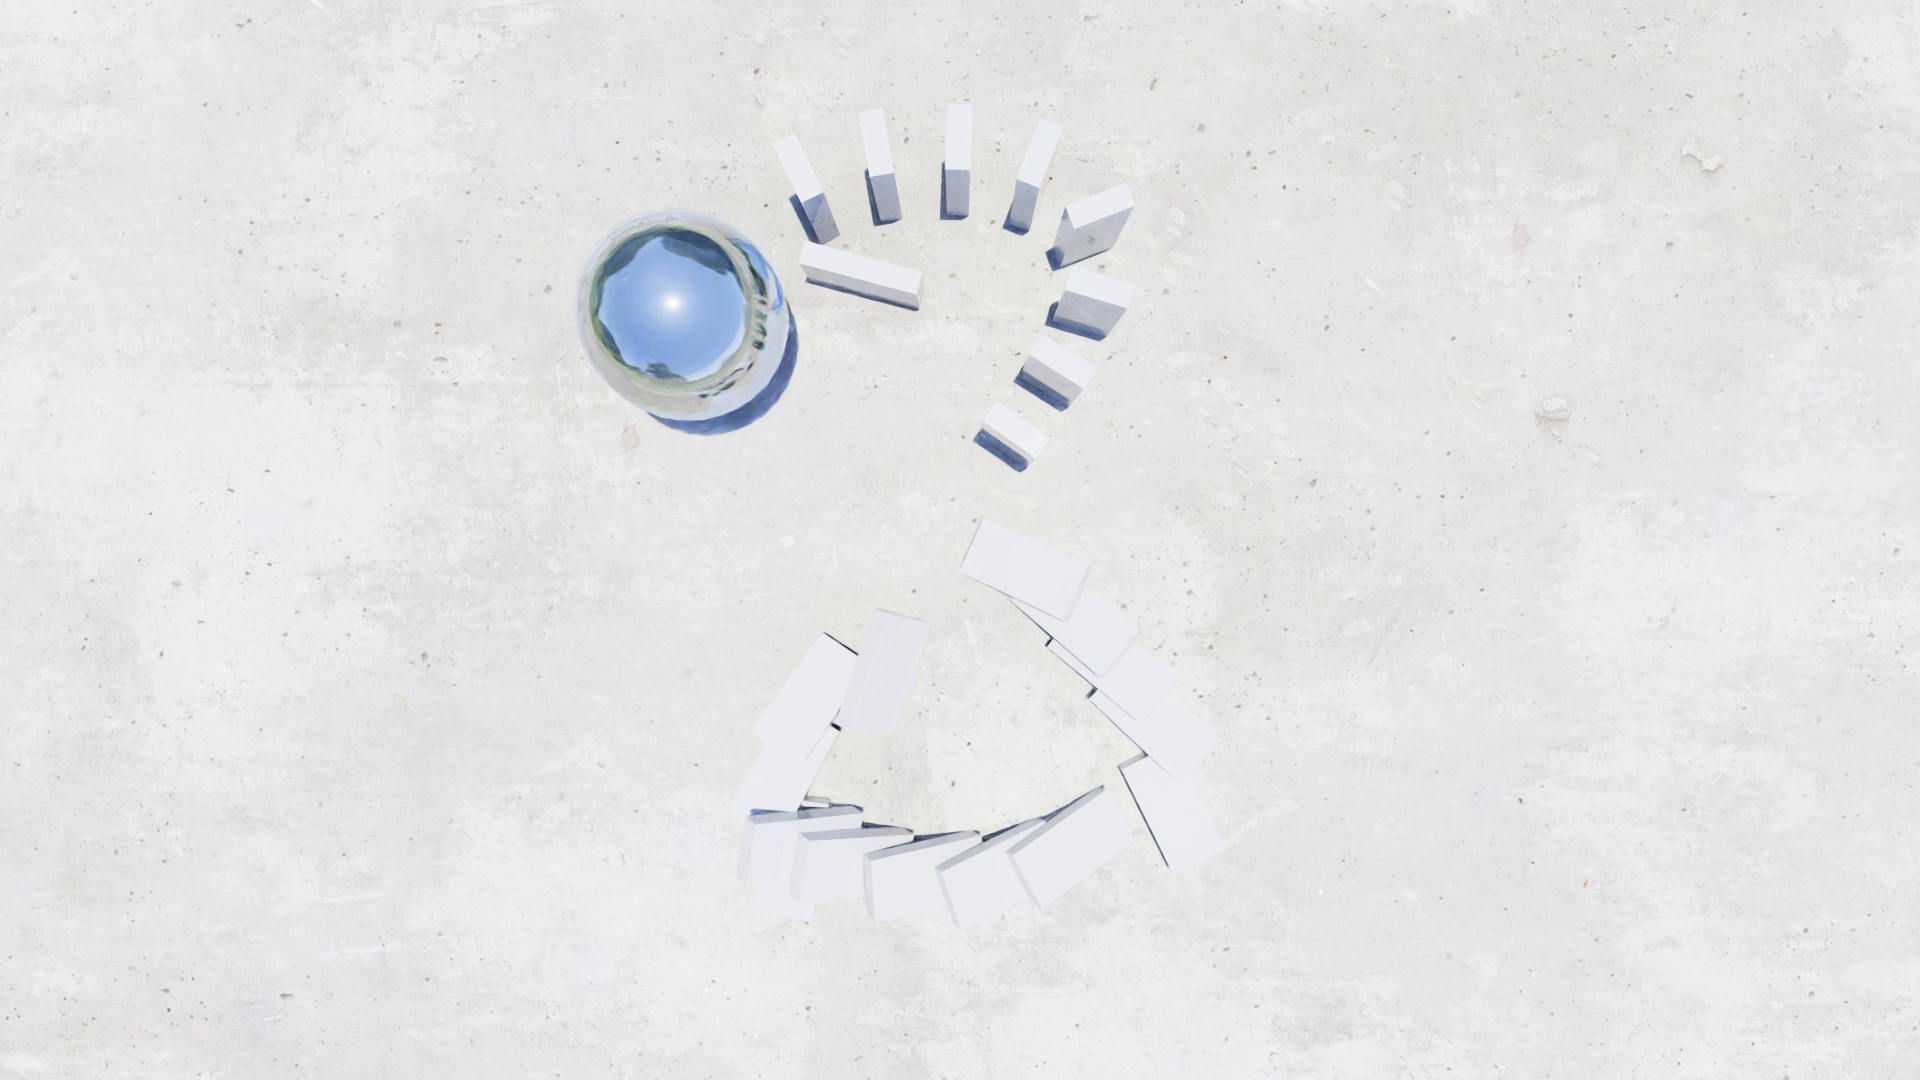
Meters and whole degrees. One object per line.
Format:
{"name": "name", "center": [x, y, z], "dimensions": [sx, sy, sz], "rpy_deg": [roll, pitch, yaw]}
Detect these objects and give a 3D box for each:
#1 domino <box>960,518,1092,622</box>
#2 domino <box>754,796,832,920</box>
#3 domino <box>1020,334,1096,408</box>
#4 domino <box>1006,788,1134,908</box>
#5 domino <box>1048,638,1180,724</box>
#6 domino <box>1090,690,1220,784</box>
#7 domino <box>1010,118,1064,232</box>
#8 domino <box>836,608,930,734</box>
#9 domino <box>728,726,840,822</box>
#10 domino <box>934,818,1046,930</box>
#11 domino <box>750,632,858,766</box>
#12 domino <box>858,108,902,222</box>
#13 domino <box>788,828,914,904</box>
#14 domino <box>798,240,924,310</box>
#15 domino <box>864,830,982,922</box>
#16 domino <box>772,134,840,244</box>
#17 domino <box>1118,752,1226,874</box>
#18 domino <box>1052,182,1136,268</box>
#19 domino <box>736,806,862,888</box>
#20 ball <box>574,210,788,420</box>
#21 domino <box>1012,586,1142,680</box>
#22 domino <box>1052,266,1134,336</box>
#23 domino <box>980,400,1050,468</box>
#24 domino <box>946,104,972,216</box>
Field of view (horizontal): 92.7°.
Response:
{"name": "domino", "center": [0.027, 0.012, 0.386], "dimensions": [0.050, 0.010, 0.025], "rpy_deg": [25, 90, 22]}
{"name": "domino", "center": [-0.072, 0.136, 0.395], "dimensions": [0.025, 0.010, 0.050], "rpy_deg": [8, 90, 0]}
{"name": "domino", "center": [0.039, -0.068, 0.375], "dimensions": [0.025, 0.050, 0.009], "rpy_deg": [32, 90, 0]}
{"name": "domino", "center": [0.047, 0.129, 0.387], "dimensions": [0.050, 0.009, 0.025], "rpy_deg": [-29, 90, -20]}
{"name": "domino", "center": [0.065, 0.052, 0.387], "dimensions": [0.050, 0.009, 0.025], "rpy_deg": [39, 90, 20]}
{"name": "domino", "center": [0.082, 0.076, 0.389], "dimensions": [0.050, 0.010, 0.025], "rpy_deg": [43, 90, 16]}
{"name": "domino", "center": [0.030, -0.148, 0.375], "dimensions": [0.010, 0.050, 0.025], "rpy_deg": [21, 90, 0]}
{"name": "domino", "center": [-0.032, 0.056, 0.388], "dimensions": [0.025, 0.010, 0.050], "rpy_deg": [19, 90, -45]}
{"name": "domino", "center": [-0.074, 0.098, 0.389], "dimensions": [0.025, 0.010, 0.050], "rpy_deg": [27, 77, 5]}
{"name": "domino", "center": [0.017, 0.140, 0.386], "dimensions": [0.050, 0.010, 0.025], "rpy_deg": [-19, 90, -22]}
{"name": "domino", "center": [-0.063, 0.067, 0.387], "dimensions": [0.025, 0.009, 0.050], "rpy_deg": [33, 74, 6]}
{"name": "domino", "center": [-0.032, -0.152, 0.375], "dimensions": [0.009, 0.050, 0.025], "rpy_deg": [-10, 90, 0]}
{"name": "domino", "center": [-0.045, 0.135, 0.382], "dimensions": [0.050, 0.010, 0.025], "rpy_deg": [10, 90, -35]}
{"name": "domino", "center": [-0.041, -0.112, 0.388], "dimensions": [0.050, 0.025, 0.010], "rpy_deg": [15, 90, 0]}
{"name": "domino", "center": [-0.015, 0.141, 0.385], "dimensions": [0.050, 0.009, 0.025], "rpy_deg": [-4, 90, -25]}
{"name": "domino", "center": [-0.062, -0.142, 0.375], "dimensions": [0.009, 0.050, 0.025], "rpy_deg": [-26, 90, 0]}
{"name": "domino", "center": [0.091, 0.115, 0.395], "dimensions": [0.025, 0.010, 0.050], "rpy_deg": [-26, 90, 0]}
{"name": "domino", "center": [0.054, -0.128, 0.375], "dimensions": [0.025, 0.050, 0.010], "rpy_deg": [-21, 90, 0]}
{"name": "domino", "center": [-0.065, 0.126, 0.378], "dimensions": [0.050, 0.010, 0.025], "rpy_deg": [7, 92, -38]}
{"name": "ball", "center": [-0.108, -0.087, 0.360], "dimensions": [0.080, 0.080, 0.080], "rpy_deg": [0, 90, 0]}
{"name": "domino", "center": [0.049, 0.032, 0.386], "dimensions": [0.050, 0.009, 0.025], "rpy_deg": [40, 91, 23]}
{"name": "domino", "center": [0.053, -0.097, 0.375], "dimensions": [0.025, 0.050, 0.010], "rpy_deg": [16, 90, 0]}
{"name": "domino", "center": [0.022, -0.042, 0.375], "dimensions": [0.025, 0.050, 0.010], "rpy_deg": [35, 90, 0]}
{"name": "domino", "center": [0.000, -0.154, 0.375], "dimensions": [0.010, 0.050, 0.025], "rpy_deg": [2, 90, 0]}
